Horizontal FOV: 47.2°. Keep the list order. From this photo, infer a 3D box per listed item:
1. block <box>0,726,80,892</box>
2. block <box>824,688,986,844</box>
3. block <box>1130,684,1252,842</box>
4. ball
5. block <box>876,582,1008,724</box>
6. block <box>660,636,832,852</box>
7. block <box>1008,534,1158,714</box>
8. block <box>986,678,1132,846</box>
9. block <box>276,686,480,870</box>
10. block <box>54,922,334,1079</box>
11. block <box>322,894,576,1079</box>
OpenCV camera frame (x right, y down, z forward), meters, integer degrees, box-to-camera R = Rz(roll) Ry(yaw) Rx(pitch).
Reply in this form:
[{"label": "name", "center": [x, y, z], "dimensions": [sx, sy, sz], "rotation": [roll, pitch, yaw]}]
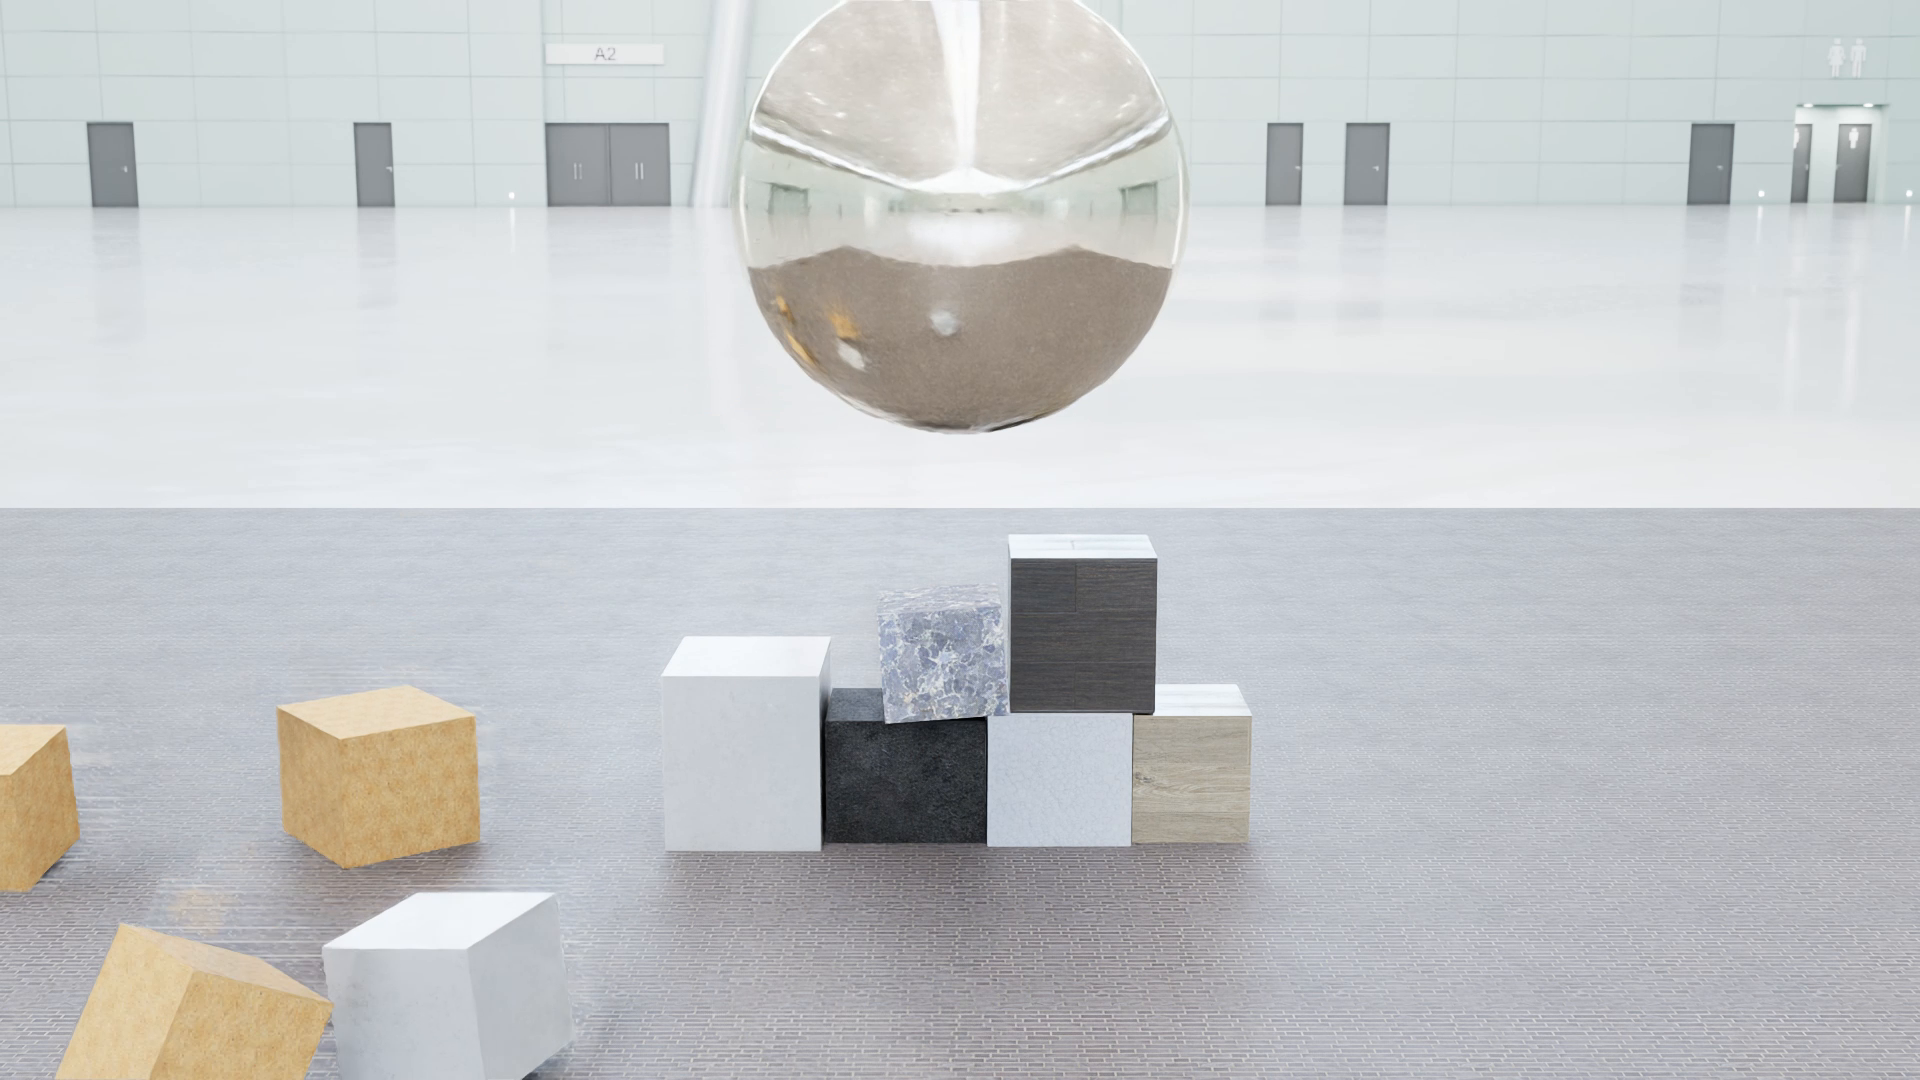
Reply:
[{"label": "block", "center": [-4.759, 1.288, 10.623], "dimensions": [0.701, 0.599, 0.617], "rotation": [0, 17, 1]}, {"label": "block", "center": [-0.274, 1.160, 11.400], "dimensions": [0.805, 0.639, 0.674], "rotation": [0, 10, 0]}, {"label": "block", "center": [1.168, 1.148, 11.400], "dimensions": [0.594, 0.662, 0.645], "rotation": [0, 10, 0]}, {"label": "ball", "center": [0.000, -1.167, 7.660], "dimensions": [1.600, 1.600, 1.600], "rotation": [0, 10, 0]}, {"label": "block", "center": [-0.094, 0.568, 11.203], "dimensions": [0.617, 0.554, 0.599], "rotation": [-4, 10, -1]}, {"label": "block", "center": [-1.081, 1.036, 11.352], "dimensions": [0.779, 0.901, 0.875], "rotation": [0, 10, 1]}, {"label": "block", "center": [0.615, 0.420, 11.271], "dimensions": [0.726, 0.792, 0.655], "rotation": [0, 10, 0]}, {"label": "block", "center": [0.499, 1.141, 11.404], "dimensions": [0.722, 0.675, 0.784], "rotation": [0, 10, 0]}, {"label": "block", "center": [-2.959, 1.187, 11.188], "dimensions": [0.721, 0.658, 0.783], "rotation": [-8, 13, -38]}, {"label": "block", "center": [-2.613, 1.723, 7.492], "dimensions": [0.563, 0.590, 0.551], "rotation": [12, -12, 45]}, {"label": "block", "center": [-1.921, 1.715, 8.309], "dimensions": [0.623, 0.584, 0.630], "rotation": [-3, 9, 20]}]
